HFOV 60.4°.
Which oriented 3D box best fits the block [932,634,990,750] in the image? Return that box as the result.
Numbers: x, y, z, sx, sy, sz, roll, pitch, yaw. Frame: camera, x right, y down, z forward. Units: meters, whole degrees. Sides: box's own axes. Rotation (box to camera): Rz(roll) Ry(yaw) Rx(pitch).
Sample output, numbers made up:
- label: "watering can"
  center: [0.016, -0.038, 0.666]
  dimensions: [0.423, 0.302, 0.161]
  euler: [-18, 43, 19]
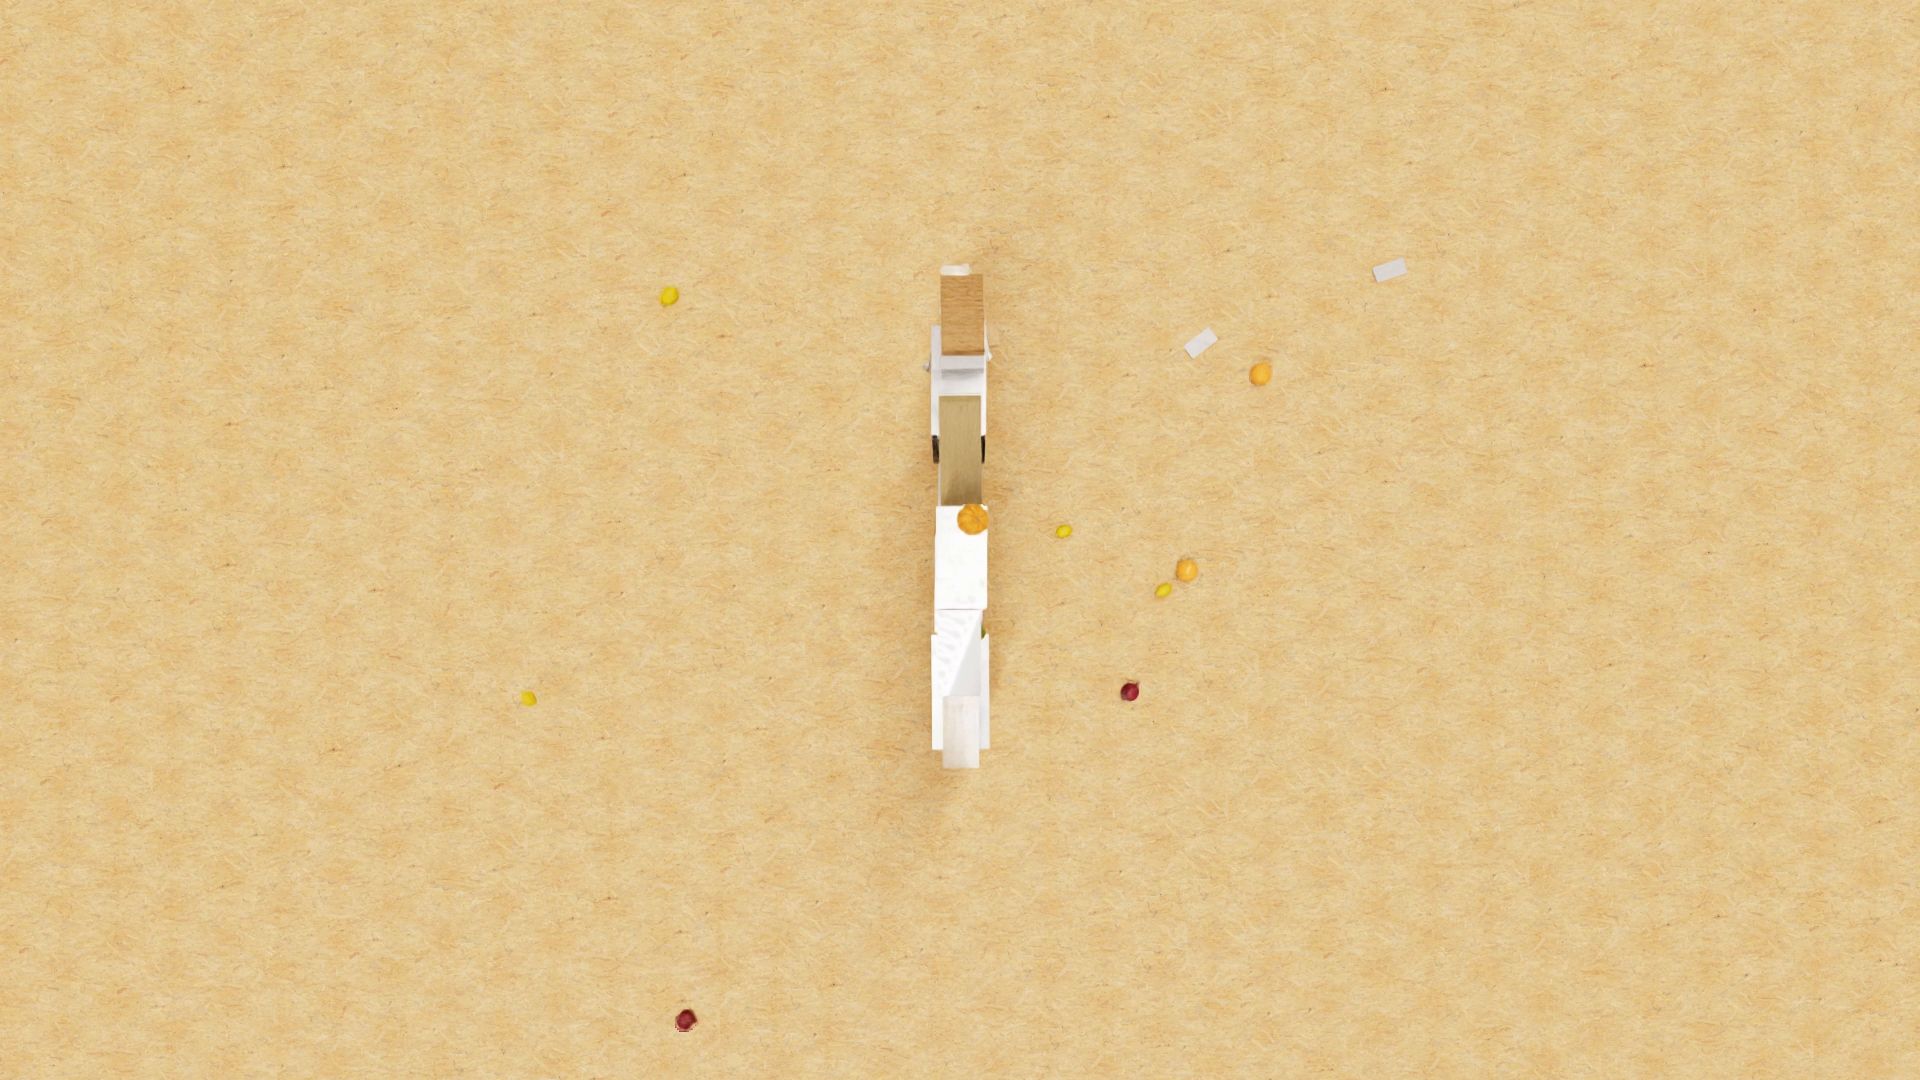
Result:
- label: "block"
  center: [0.002, 0.451, 4.924]
  dimensions: [0.170, 0.048, 0.340]
  euler: [0, 90, 0]

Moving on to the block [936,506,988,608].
- label: "block"
  center: [0.004, 0.049, 4.654]
  dimensions: [0.143, 0.041, 0.286]
  euler: [0, 90, 0]

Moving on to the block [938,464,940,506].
- label: "block"
  center: [-0.002, -0.221, 5.214]
  dimensions: [0.134, 0.038, 0.267]
  euler: [0, 90, 0]

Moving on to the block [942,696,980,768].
- label: "block"
  center: [0.002, 0.543, 4.680]
  dimensions: [0.103, 0.029, 0.205]
  euler: [0, 90, 0]

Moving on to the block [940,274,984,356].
- label: "block"
  center: [0.007, -0.648, 4.756]
  dimensions: [0.123, 0.035, 0.247]
  euler: [-1, 69, 0]

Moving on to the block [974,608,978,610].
- label: "block"
  center: [-0.002, 0.228, 4.810]
  dimensions: [0.120, 0.300, 0.034]
  euler: [-6, 90, 0]

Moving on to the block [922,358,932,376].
- label: "block"
  center: [-0.068, -0.595, 5.493]
  dimensions: [0.105, 0.015, 0.053]
  euler: [-45, 90, 0]

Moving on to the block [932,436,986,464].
- label: "block"
  center: [-0.004, -0.289, 5.034]
  dimensions: [0.160, 0.320, 0.045]
  euler: [0, 79, 0]

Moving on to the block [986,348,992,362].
- label: "block"
  center: [0.059, -0.601, 5.494]
  dimensions: [0.091, 0.013, 0.045]
  euler: [-35, 90, 0]

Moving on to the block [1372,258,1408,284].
- label: "block"
  center: [1.430, -0.897, 5.493]
  dimensions: [0.105, 0.015, 0.053]
  euler: [-18, 90, 0]

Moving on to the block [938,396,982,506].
- label: "block"
  center: [0.002, -0.242, 4.854]
  dimensions: [0.123, 0.035, 0.400]
  euler: [0, 125, 0]

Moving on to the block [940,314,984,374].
- label: "block"
  center: [0.005, -0.599, 4.774]
  dimensions: [0.123, 0.035, 0.247]
  euler: [-1, 69, -1]

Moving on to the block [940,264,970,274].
- label: "block"
  center: [-0.010, -0.795, 5.328]
  dimensions: [0.091, 0.026, 0.183]
  euler: [-6, 87, -2]

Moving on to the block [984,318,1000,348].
- label: "block"
  center: [0.103, -0.691, 5.494]
  dimensions: [0.045, 0.013, 0.091]
  euler: [-8, 90, 0]

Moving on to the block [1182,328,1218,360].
- label: "block"
  center: [0.801, -0.656, 5.493]
  dimensions: [0.105, 0.015, 0.053]
  euler: [-38, 90, 0]

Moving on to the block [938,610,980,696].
- label: "block"
  center: [-0.001, 0.317, 4.643]
  dimensions: [0.120, 0.034, 0.239]
  euler: [0, 90, 0]

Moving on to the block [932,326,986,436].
- label: "block"
  center: [-0.004, -0.468, 4.853]
  dimensions: [0.160, 0.045, 0.320]
  euler: [0, 90, 0]

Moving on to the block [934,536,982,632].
- label: "block"
  center: [-0.004, 0.132, 4.981]
  dimensions: [0.144, 0.041, 0.287]
  euler: [0, 90, 0]
